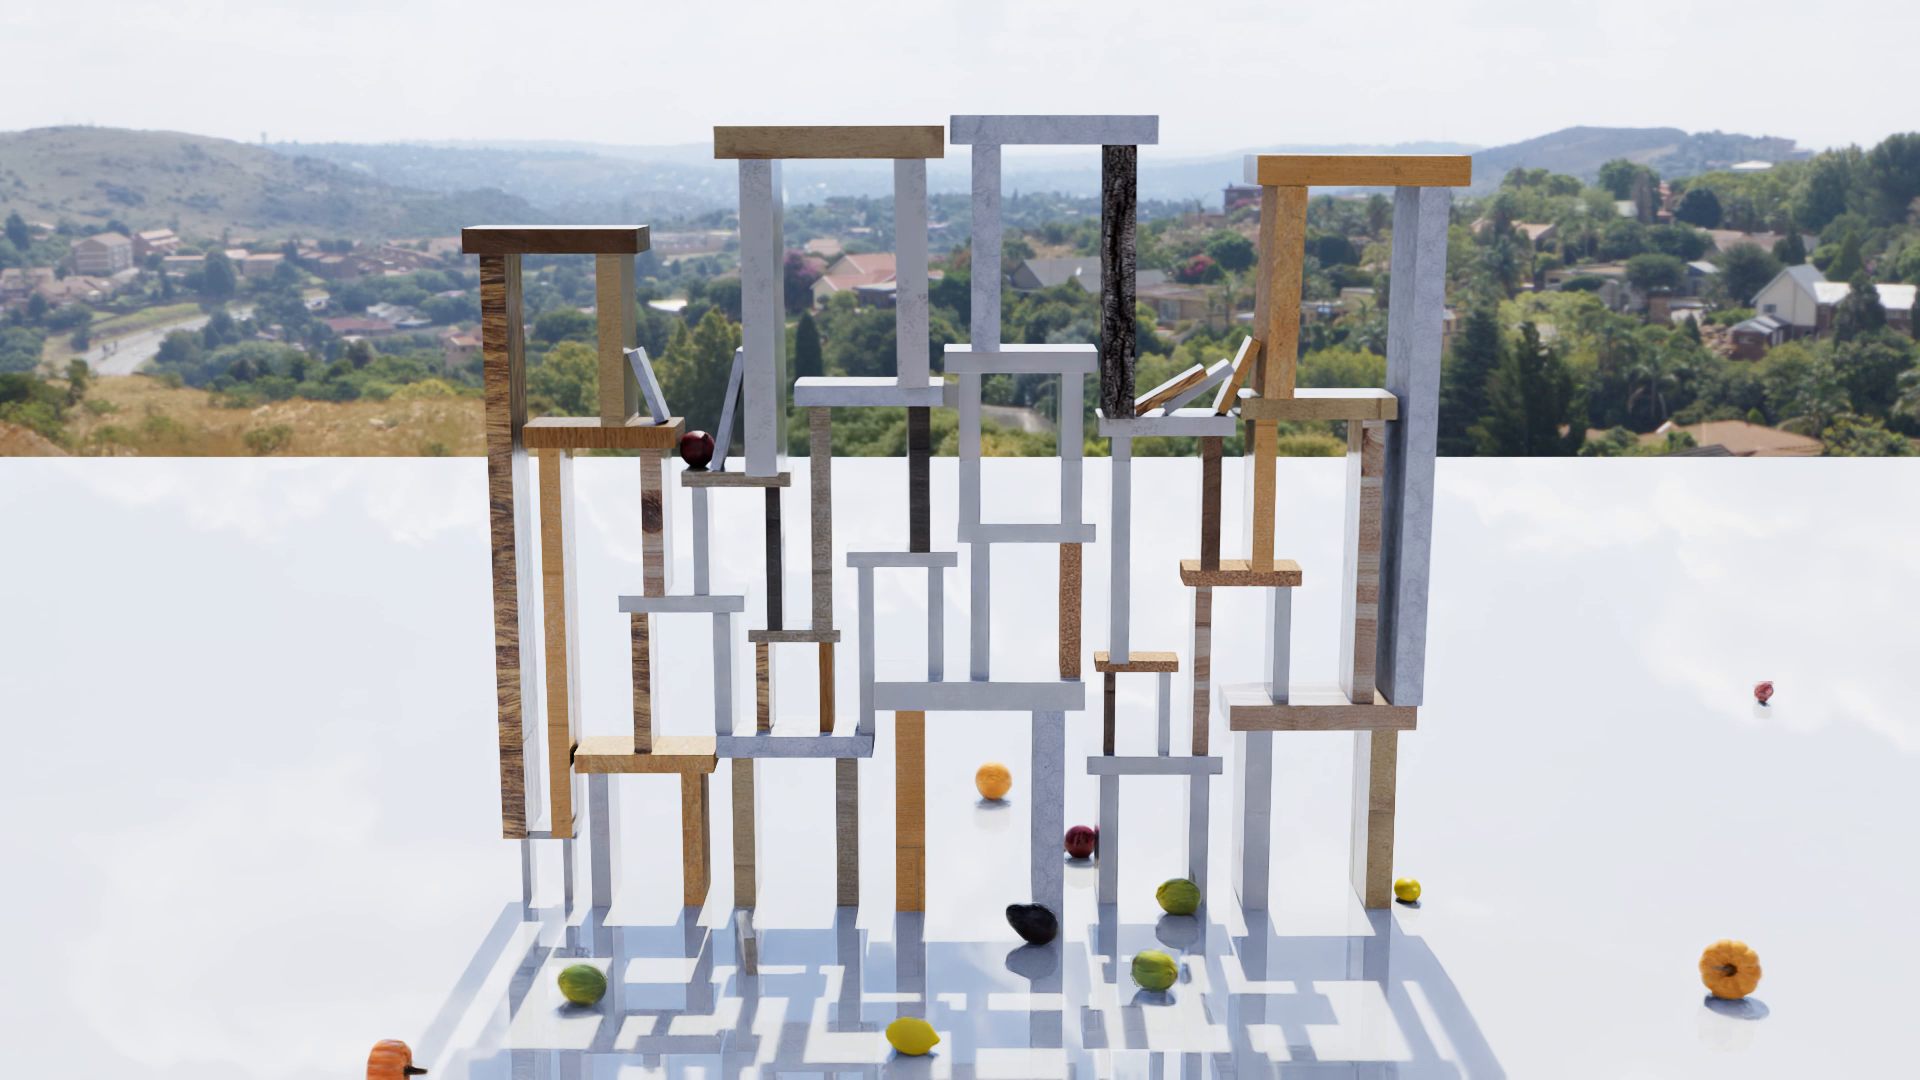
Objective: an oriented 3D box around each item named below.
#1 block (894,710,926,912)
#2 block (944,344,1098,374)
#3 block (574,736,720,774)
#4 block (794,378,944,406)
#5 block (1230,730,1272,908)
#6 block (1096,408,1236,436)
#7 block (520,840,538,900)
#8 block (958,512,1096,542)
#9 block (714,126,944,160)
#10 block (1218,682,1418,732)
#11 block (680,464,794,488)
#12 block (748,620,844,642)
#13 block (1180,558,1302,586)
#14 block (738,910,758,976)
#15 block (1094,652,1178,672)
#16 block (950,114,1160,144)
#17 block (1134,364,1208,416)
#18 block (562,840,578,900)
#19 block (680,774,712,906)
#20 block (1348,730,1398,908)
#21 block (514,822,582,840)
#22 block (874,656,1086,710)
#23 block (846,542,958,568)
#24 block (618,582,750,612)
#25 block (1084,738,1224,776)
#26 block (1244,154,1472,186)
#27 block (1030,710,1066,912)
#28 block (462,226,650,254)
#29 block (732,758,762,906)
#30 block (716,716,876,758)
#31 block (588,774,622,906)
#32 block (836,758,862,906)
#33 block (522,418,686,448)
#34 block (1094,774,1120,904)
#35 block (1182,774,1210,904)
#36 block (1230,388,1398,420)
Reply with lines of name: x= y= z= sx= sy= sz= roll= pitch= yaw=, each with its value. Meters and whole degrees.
block: x=-0.080 y=0.424 z=3.637 sx=0.048 sy=0.338 sz=0.169 roll=0 pitch=11 yaw=0
block: x=0.096 y=-0.290 z=3.508 sx=0.240 sy=0.034 sz=0.120 roll=0 pitch=11 yaw=0
block: x=-0.513 y=0.353 z=3.621 sx=0.226 sy=0.032 sz=0.113 roll=0 pitch=11 yaw=0
block: x=-0.144 y=-0.238 z=3.525 sx=0.235 sy=0.033 sz=0.117 roll=0 pitch=11 yaw=0
block: x=0.483 y=0.441 z=3.644 sx=0.043 sy=0.301 sz=0.151 roll=0 pitch=11 yaw=0
block: x=0.328 y=-0.189 z=3.530 sx=0.217 sy=0.031 sz=0.108 roll=0 pitch=11 yaw=0
block: x=-0.717 y=0.539 z=3.658 sx=0.015 sy=0.104 sz=0.052 roll=0 pitch=11 yaw=0
block: x=0.106 y=-0.021 z=3.554 sx=0.220 sy=0.031 sz=0.110 roll=0 pitch=11 yaw=0
block: x=-0.201 y=-0.623 z=3.441 sx=0.352 sy=0.050 sz=0.176 roll=0 pitch=11 yaw=-1
block: x=0.584 y=0.272 z=3.611 sx=0.301 sy=0.043 sz=0.151 roll=0 pitch=11 yaw=-1
block: x=-0.357 y=-0.104 z=3.540 sx=0.175 sy=0.025 sz=0.087 roll=0 pitch=11 yaw=0
block: x=-0.267 y=0.148 z=3.590 sx=0.149 sy=0.021 sz=0.075 roll=0 pitch=11 yaw=0
block: x=0.455 y=0.053 z=3.572 sx=0.188 sy=0.027 sz=0.094 roll=0 pitch=11 yaw=0
block: x=-0.325 y=0.616 z=3.364 sx=0.017 sy=0.060 sz=0.120 roll=-5 pitch=11 yaw=-10
block: x=0.288 y=0.199 z=3.601 sx=0.134 sy=0.019 sz=0.067 roll=0 pitch=11 yaw=1
block: x=0.144 y=-0.642 z=3.444 sx=0.319 sy=0.045 sz=0.159 roll=0 pitch=11 yaw=-1
block: x=0.334 y=-0.239 z=3.500 sx=0.126 sy=0.018 sz=0.063 roll=-29 pitch=9 yaw=6
block: x=-0.648 y=0.539 z=3.658 sx=0.015 sy=0.104 sz=0.052 roll=0 pitch=11 yaw=0
block: x=-0.437 y=0.480 z=3.645 sx=0.032 sy=0.226 sz=0.113 roll=0 pitch=11 yaw=0
block: x=0.684 y=0.441 z=3.643 sx=0.043 sy=0.302 sz=0.151 roll=0 pitch=11 yaw=0
block: x=-0.682 y=0.481 z=3.648 sx=0.104 sy=0.015 sz=0.052 roll=0 pitch=11 yaw=0
block: x=0.032 y=0.235 z=3.602 sx=0.338 sy=0.048 sz=0.169 roll=0 pitch=11 yaw=0
block: x=-0.094 y=0.023 z=3.565 sx=0.178 sy=0.025 sz=0.089 roll=0 pitch=11 yaw=-1
block: x=-0.448 y=0.094 z=3.578 sx=0.202 sy=0.029 sz=0.101 roll=0 pitch=11 yaw=-1
block: x=0.317 y=0.357 z=3.628 sx=0.221 sy=0.031 sz=0.111 roll=0 pitch=11 yaw=0
block: x=0.619 y=-0.581 z=3.450 sx=0.328 sy=0.046 sz=0.164 roll=0 pitch=11 yaw=0
block: x=0.145 y=0.424 z=3.637 sx=0.048 sy=0.337 sz=0.169 roll=0 pitch=11 yaw=0
block: x=-0.635 y=-0.475 z=3.468 sx=0.271 sy=0.038 sz=0.135 roll=0 pitch=11 yaw=1
block: x=-0.352 y=0.466 z=3.646 sx=0.036 sy=0.253 sz=0.126 roll=0 pitch=11 yaw=0
block: x=-0.268 y=0.324 z=3.620 sx=0.253 sy=0.036 sz=0.126 roll=0 pitch=11 yaw=0
block: x=-0.588 y=0.480 z=3.645 sx=0.032 sy=0.226 sz=0.113 roll=0 pitch=11 yaw=0
block: x=-0.184 y=0.466 z=3.646 sx=0.036 sy=0.253 sz=0.126 roll=0 pitch=11 yaw=0
block: x=-0.569 y=-0.172 z=3.523 sx=0.240 sy=0.034 sz=0.120 roll=0 pitch=11 yaw=0
block: x=0.243 y=0.480 z=3.654 sx=0.031 sy=0.221 sz=0.111 roll=0 pitch=11 yaw=-1
block: x=0.390 y=0.481 z=3.651 sx=0.031 sy=0.221 sz=0.111 roll=0 pitch=11 yaw=0
block: x=0.564 y=-0.218 z=3.515 sx=0.246 sy=0.035 sz=0.123 roll=0 pitch=11 yaw=0
